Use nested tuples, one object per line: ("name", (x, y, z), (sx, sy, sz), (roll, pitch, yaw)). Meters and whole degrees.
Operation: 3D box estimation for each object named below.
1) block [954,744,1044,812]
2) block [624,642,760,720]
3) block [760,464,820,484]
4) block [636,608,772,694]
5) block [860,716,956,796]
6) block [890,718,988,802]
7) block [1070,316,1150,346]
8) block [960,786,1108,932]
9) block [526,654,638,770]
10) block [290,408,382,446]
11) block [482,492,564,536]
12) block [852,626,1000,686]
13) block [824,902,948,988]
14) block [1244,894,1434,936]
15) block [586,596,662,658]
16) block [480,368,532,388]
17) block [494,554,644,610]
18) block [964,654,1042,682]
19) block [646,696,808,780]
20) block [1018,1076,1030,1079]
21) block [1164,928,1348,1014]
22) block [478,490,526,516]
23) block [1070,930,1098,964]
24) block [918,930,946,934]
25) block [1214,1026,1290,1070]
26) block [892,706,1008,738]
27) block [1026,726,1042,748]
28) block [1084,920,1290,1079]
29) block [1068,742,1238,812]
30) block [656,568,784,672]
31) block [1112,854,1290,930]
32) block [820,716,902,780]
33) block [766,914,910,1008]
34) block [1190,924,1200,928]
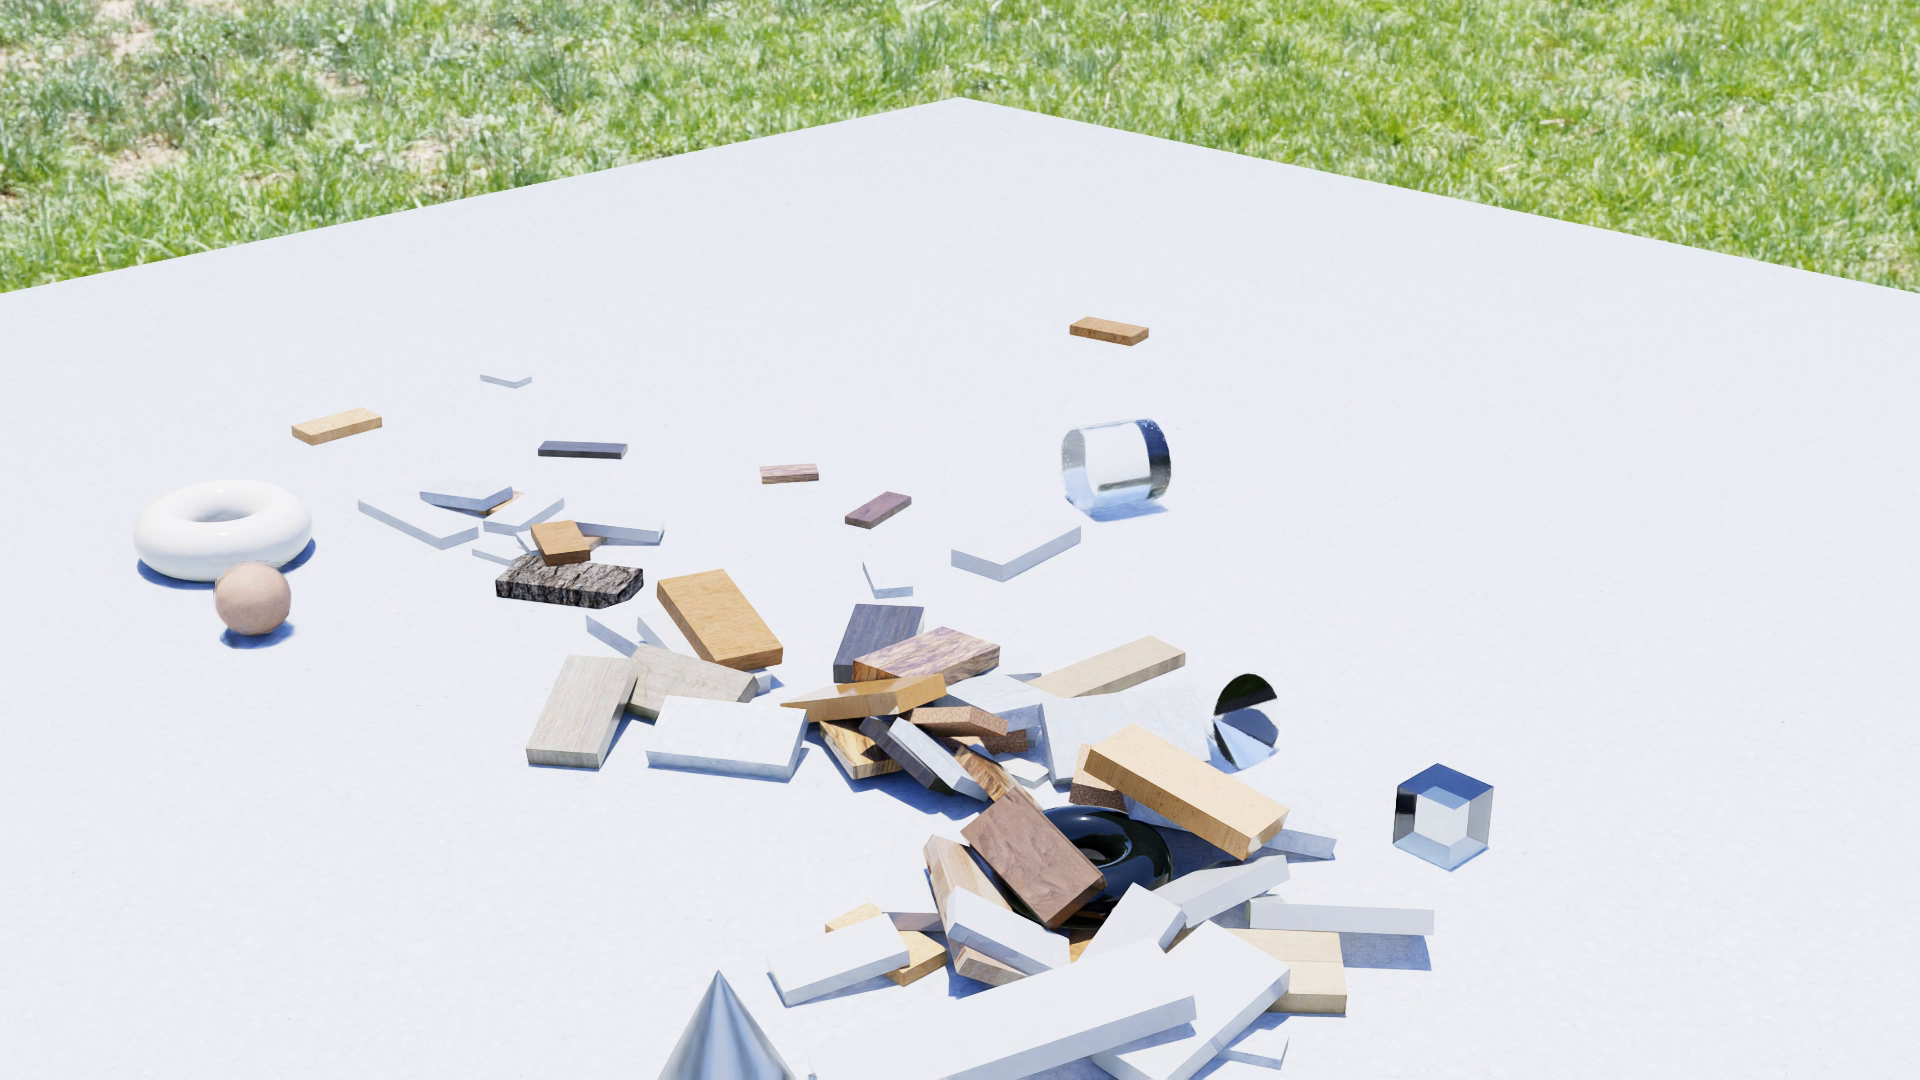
("block", (0.083, 0.498, 4.464), (0.113, 0.032, 0.226), (30, 6, -33))
("block", (-0.612, 0.332, 4.836), (0.311, 0.044, 0.156), (13, 54, 29))
("block", (-0.480, -0.186, 6.171), (0.160, 0.023, 0.080), (-4, 23, -9))
("block", (-0.585, 0.256, 5.009), (0.162, 0.046, 0.324), (-15, 40, -34))
("block", (-0.104, 0.445, 4.528), (0.214, 0.030, 0.107), (38, 7, 31))
("block", (-0.038, 0.451, 4.518), (0.113, 0.032, 0.226), (29, 8, -47))
("block", (0.499, -0.700, 7.367), (0.239, 0.034, 0.119), (14, 27, 30))
("block", (0.134, 0.586, 4.056), (0.136, 0.039, 0.273), (-38, 49, -11))
("block", (-0.813, 0.368, 4.745), (0.156, 0.044, 0.311), (3, 37, 8))
("block", (-1.845, -0.337, 6.513), (0.233, 0.033, 0.117), (-21, 31, -40))
("block", (-1.166, -0.070, 5.885), (0.111, 0.031, 0.222), (9, 25, 20))
("block", (-0.073, 0.274, 4.925), (0.165, 0.047, 0.330), (17, 21, 33))
("block", (-0.135, 0.733, 3.994), (0.108, 0.030, 0.215), (-20, 30, -39))
("block", (0.688, 0.681, 4.010), (0.325, 0.046, 0.162), (2, -3, 4))
("block", (-0.723, 0.225, 5.171), (0.162, 0.046, 0.324), (-19, 29, -37))
("block", (-1.433, -0.511, 6.937), (0.151, 0.021, 0.076), (14, 27, 30))
("block", (-0.967, 0.106, 5.453), (0.324, 0.046, 0.162), (6, 24, 14))
("block", (0.084, 0.299, 5.022), (0.191, 0.027, 0.095), (-3, 23, -7))
("block", (-0.491, 0.416, 4.653), (0.311, 0.044, 0.156), (5, 45, 11))
("block", (0.056, 0.869, 3.674), (0.108, 0.030, 0.215), (-2, 23, -4))
("block", (0.510, 0.759, 3.883), (0.325, 0.046, 0.162), (1, 32, 2))
("block", (-1.234, -0.098, 5.966), (0.070, 0.020, 0.140), (11, 25, 24))
("block", (0.234, 0.752, 3.962), (0.074, 0.021, 0.148), (1, 23, 2))
("block", (-0.037, 0.668, 4.146), (0.108, 0.030, 0.215), (1, 23, 2))
("block", (0.477, 0.853, 3.723), (0.148, 0.021, 0.074), (7, 24, 17))
("block", (-0.021, 0.380, 4.589), (0.226, 0.032, 0.113), (-6, -23, 45))
("block", (0.108, 0.419, 4.751), (0.130, 0.018, 0.065), (6, 24, 14))
("block", (0.381, 0.796, 3.734), (0.179, 0.051, 0.358), (26, 42, 35))
("block", (0.396, 0.505, 4.441), (0.336, 0.048, 0.168), (12, 24, 4))
("block", (-0.552, 0.187, 5.038), (0.167, 0.047, 0.333), (-11, 37, -29))
("block", (0.445, 0.648, 4.032), (0.162, 0.046, 0.325), (-14, -1, 43))
("block", (-0.210, 0.432, 4.626), (0.107, 0.030, 0.214), (-9, 25, -20))
("block", (-0.217, 0.745, 3.910), (0.232, 0.033, 0.116), (-16, 30, -15))
("block", (0.409, 0.726, 4.024), (0.148, 0.021, 0.074), (19, 30, 38))
